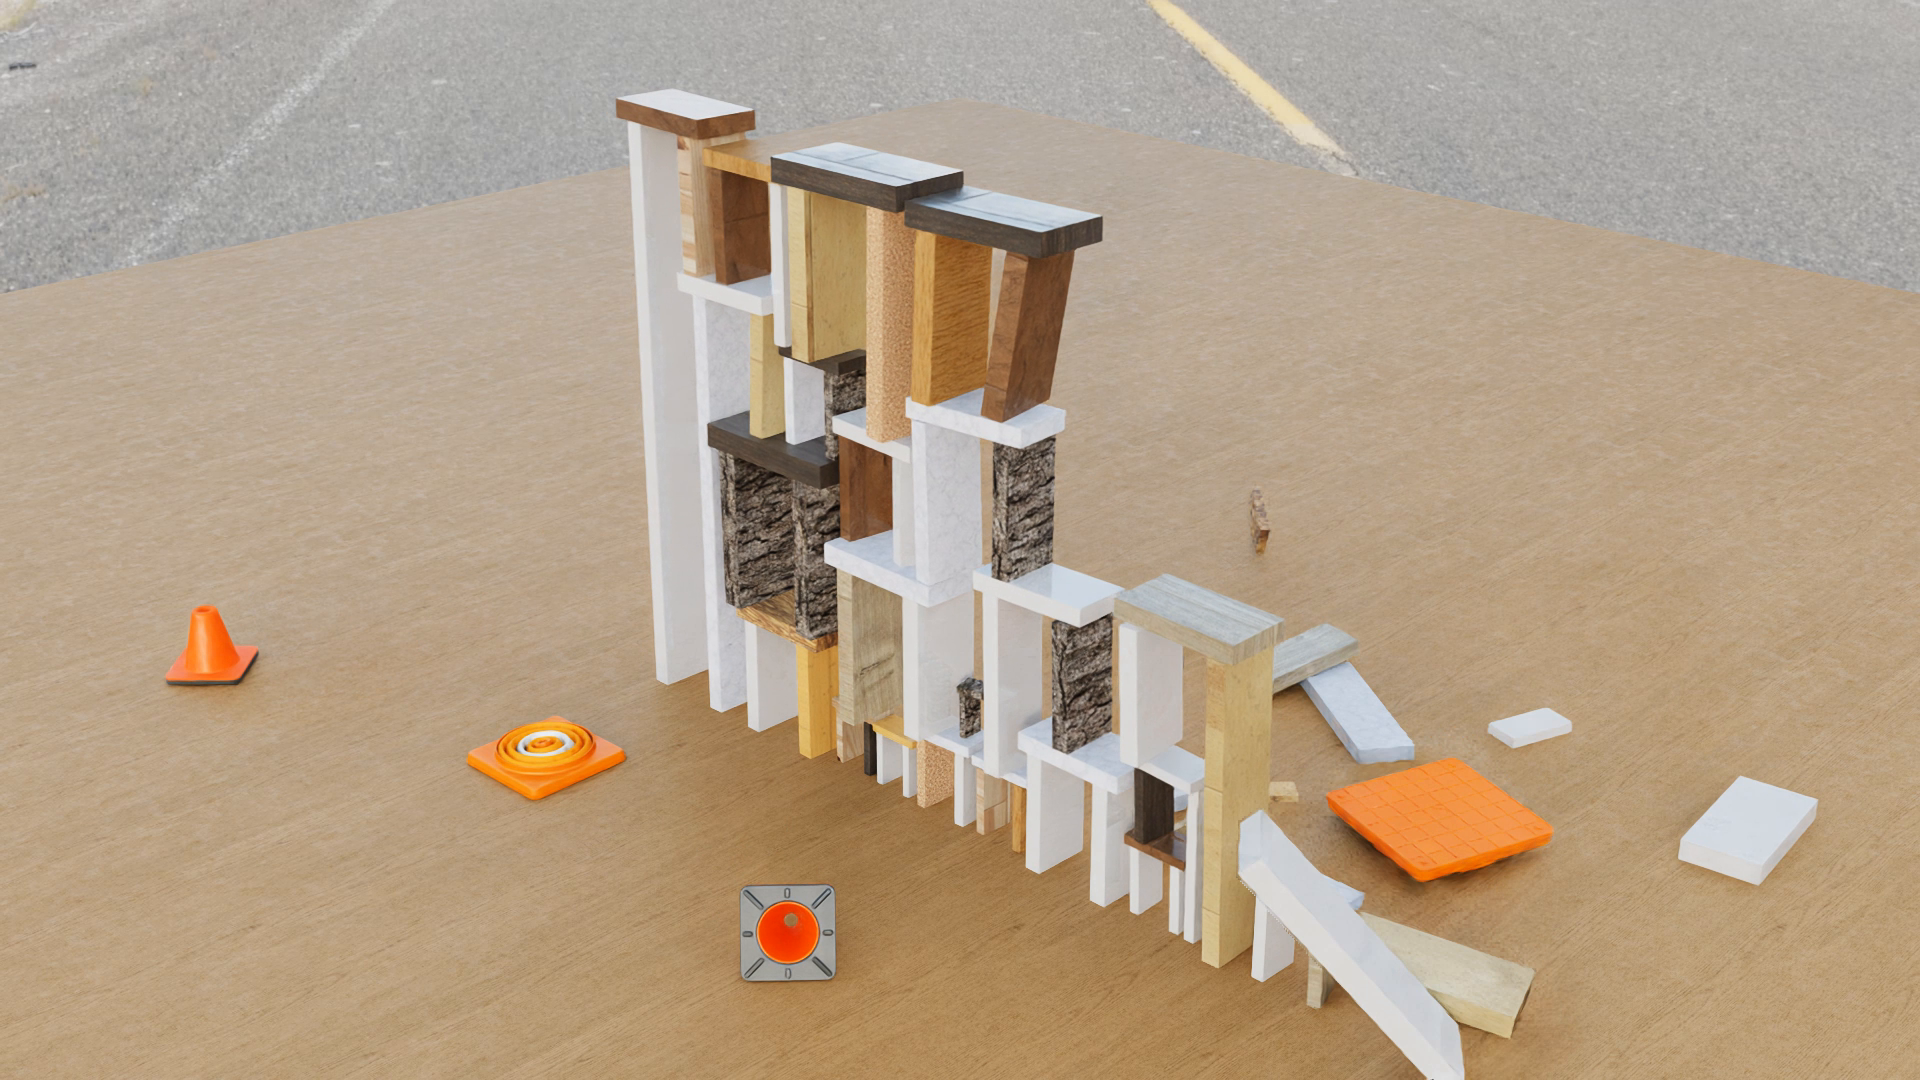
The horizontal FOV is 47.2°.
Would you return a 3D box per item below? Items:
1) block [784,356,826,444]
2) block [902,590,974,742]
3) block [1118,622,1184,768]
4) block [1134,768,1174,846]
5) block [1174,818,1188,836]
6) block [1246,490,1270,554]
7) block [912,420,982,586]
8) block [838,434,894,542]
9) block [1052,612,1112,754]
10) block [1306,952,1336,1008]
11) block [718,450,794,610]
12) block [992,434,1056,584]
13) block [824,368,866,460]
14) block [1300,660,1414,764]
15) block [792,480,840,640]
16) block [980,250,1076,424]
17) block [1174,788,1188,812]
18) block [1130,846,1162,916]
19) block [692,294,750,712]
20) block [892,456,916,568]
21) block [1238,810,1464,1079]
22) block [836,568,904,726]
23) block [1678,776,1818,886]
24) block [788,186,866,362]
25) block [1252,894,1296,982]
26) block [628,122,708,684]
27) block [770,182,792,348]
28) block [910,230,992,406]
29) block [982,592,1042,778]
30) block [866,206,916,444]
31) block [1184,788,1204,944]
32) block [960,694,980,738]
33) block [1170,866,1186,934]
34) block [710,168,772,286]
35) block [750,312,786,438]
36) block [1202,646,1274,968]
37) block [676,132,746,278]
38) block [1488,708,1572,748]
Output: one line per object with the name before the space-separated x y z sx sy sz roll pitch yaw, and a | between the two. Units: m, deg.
block | -0.311 -0.292 4.445 0.090 0.181 0.026 -21 31 -41
block | -0.042 0.234 4.356 0.151 0.302 0.043 -20 30 -39
block | 0.342 0.257 3.927 0.039 0.272 0.136 18 31 38
block | 0.356 0.472 4.024 0.079 0.157 0.022 -20 30 -35
block | 0.417 0.588 4.301 0.116 0.058 0.016 -19 30 -38
block | 0.774 -0.047 5.708 0.023 0.081 0.163 3 39 -5
block | -0.023 -0.086 4.196 0.135 0.324 0.038 -18 27 -37
block | -0.184 -0.121 4.400 0.115 0.230 0.033 -17 29 -35
block | 0.228 0.256 4.093 0.037 0.259 0.130 18 29 40
block | 0.636 0.717 3.841 0.025 0.179 0.090 10 25 25
block | -0.421 -0.044 4.664 0.174 0.348 0.049 -21 31 -40
block | 0.118 -0.069 4.085 0.038 0.270 0.135 19 29 37
block | -0.226 -0.257 4.365 0.090 0.181 0.026 -21 31 -41
block | 0.864 0.375 4.832 0.123 0.035 0.410 -4 23 -10
block | -0.257 0.018 4.520 0.174 0.348 0.049 -18 29 -37
block | 0.125 -0.389 3.972 0.046 0.328 0.164 24 31 27
block | 0.378 0.493 4.554 0.123 0.035 0.247 -12 26 -25
block | 0.348 0.622 4.108 0.020 0.143 0.072 20 32 39
block | -0.490 -0.083 4.727 0.038 0.960 0.134 21 31 40
block | -0.071 -0.069 4.278 0.115 0.230 0.033 -11 26 -25
block | 0.645 0.678 3.620 0.045 0.528 0.159 -38 13 21
block | -0.179 0.197 4.495 0.043 0.341 0.151 21 31 40
block | 1.563 0.572 4.355 0.159 0.045 0.319 17 28 35
block | -0.249 -0.532 4.275 0.172 0.345 0.049 -21 31 -40
block | 0.560 0.688 3.911 0.025 0.179 0.090 21 31 41
block | -0.621 -0.284 4.789 0.040 1.282 0.142 22 31 40
block | -0.316 -0.554 4.340 0.117 0.333 0.033 -21 32 -40
block | -0.015 -0.425 4.059 0.046 0.328 0.164 21 30 35
block | 0.102 0.261 4.233 0.037 0.379 0.130 18 28 39
block | -0.093 -0.419 4.143 0.172 0.453 0.049 -18 31 -36
block | 0.444 0.576 3.992 0.022 0.321 0.079 20 30 41
block | 0.020 0.341 4.366 0.014 0.097 0.049 18 29 37
block | 0.416 0.648 4.050 0.020 0.143 0.072 17 28 39
block | -0.438 -0.638 4.407 0.117 0.233 0.033 -21 30 -40
block | -0.363 -0.351 4.471 0.038 0.268 0.134 25 34 38
block | 0.488 0.463 3.877 0.039 0.615 0.136 20 32 40
block | -0.498 -0.687 4.459 0.142 0.284 0.040 -21 31 -41
block | 1.237 0.407 4.772 0.163 0.023 0.081 -12 26 -25
